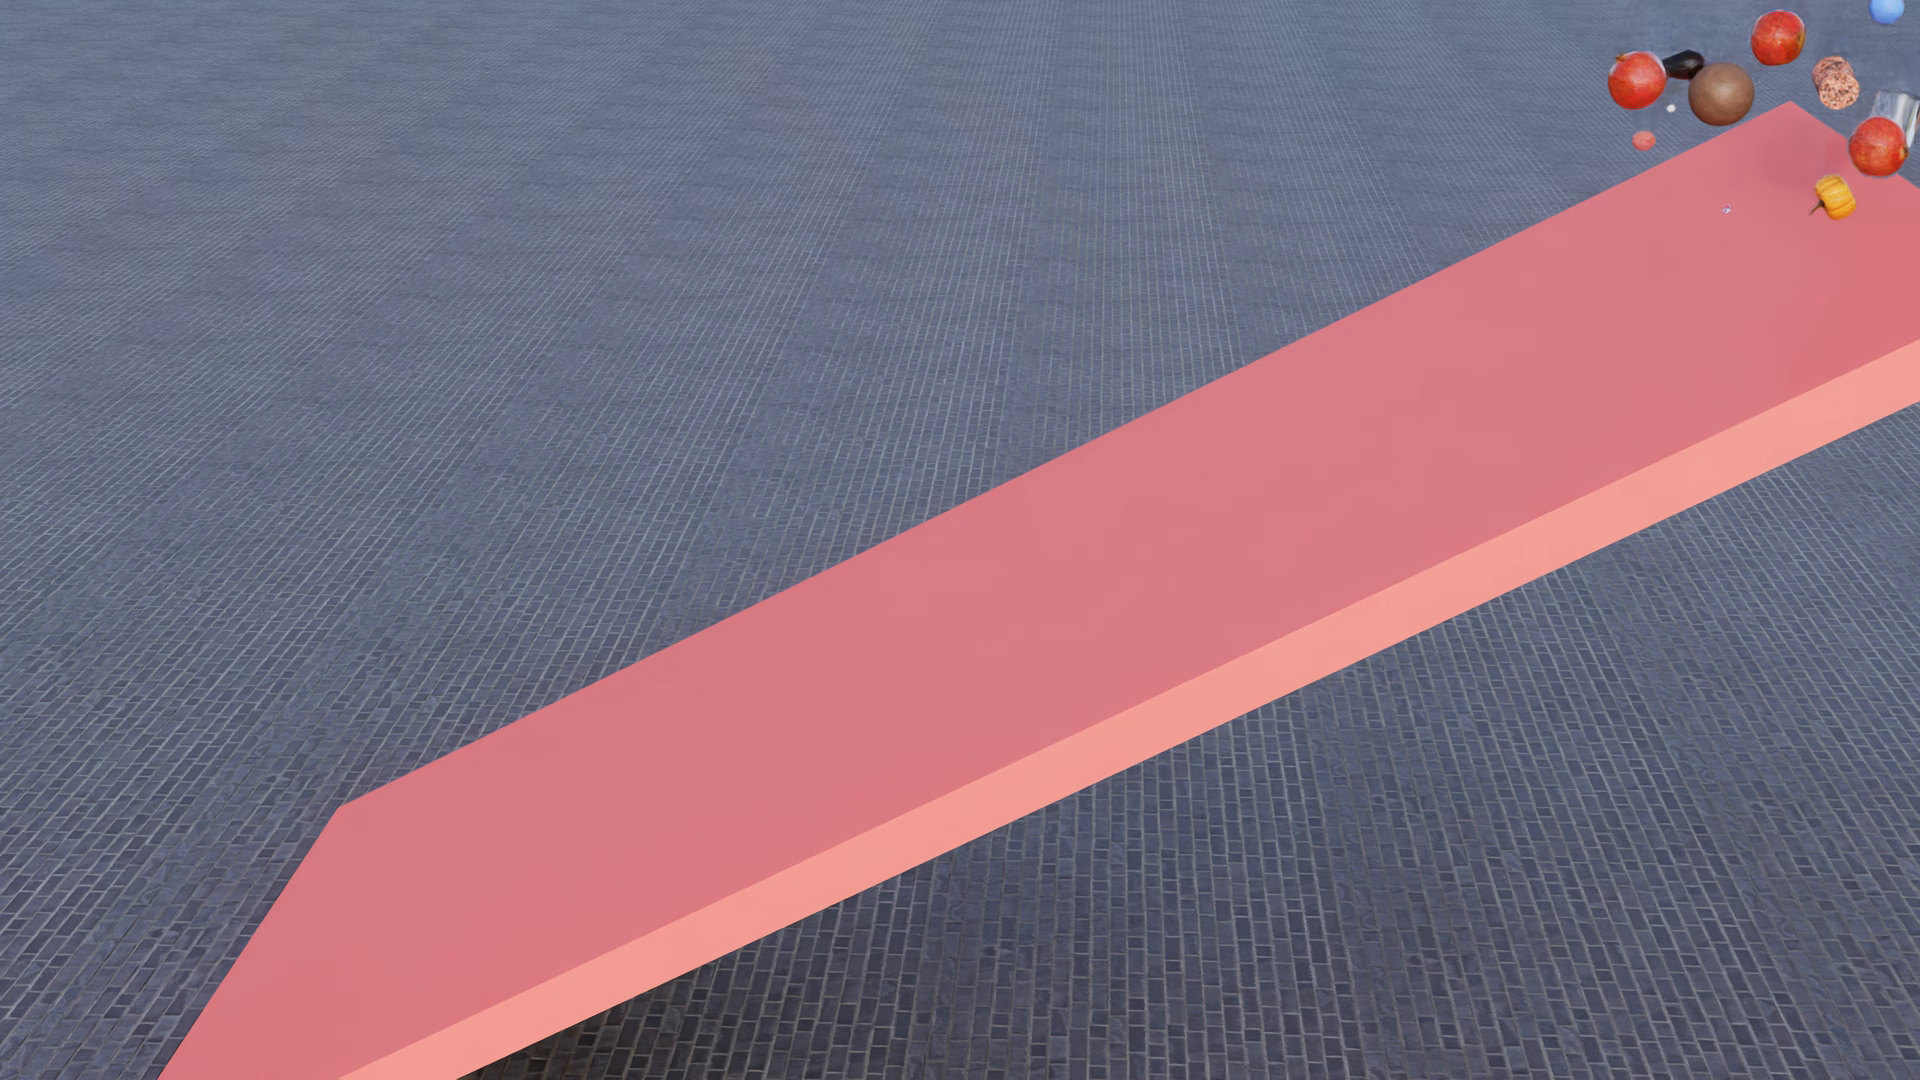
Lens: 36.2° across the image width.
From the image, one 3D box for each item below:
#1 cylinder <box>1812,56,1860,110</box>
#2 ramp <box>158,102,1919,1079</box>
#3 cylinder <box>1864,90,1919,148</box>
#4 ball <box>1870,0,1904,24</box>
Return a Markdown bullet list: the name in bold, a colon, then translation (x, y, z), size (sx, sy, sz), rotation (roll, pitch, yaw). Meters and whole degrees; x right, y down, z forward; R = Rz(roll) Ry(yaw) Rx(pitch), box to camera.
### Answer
- **cylinder**: translation (1.735, -0.906, 5.827), size (0.077, 0.077, 0.077), rotation (1, 37, 2)
- **ramp**: translation (0.140, 0.167, 6.281), size (4.000, 0.100, 2.000), rotation (-26, 14, 10)
- **cylinder**: translation (1.804, -0.812, 5.677), size (0.093, 0.093, 0.093), rotation (16, 8, -2)
- **ball**: translation (1.733, -0.995, 5.501), size (0.062, 0.062, 0.062), rotation (0, 17, 0)
